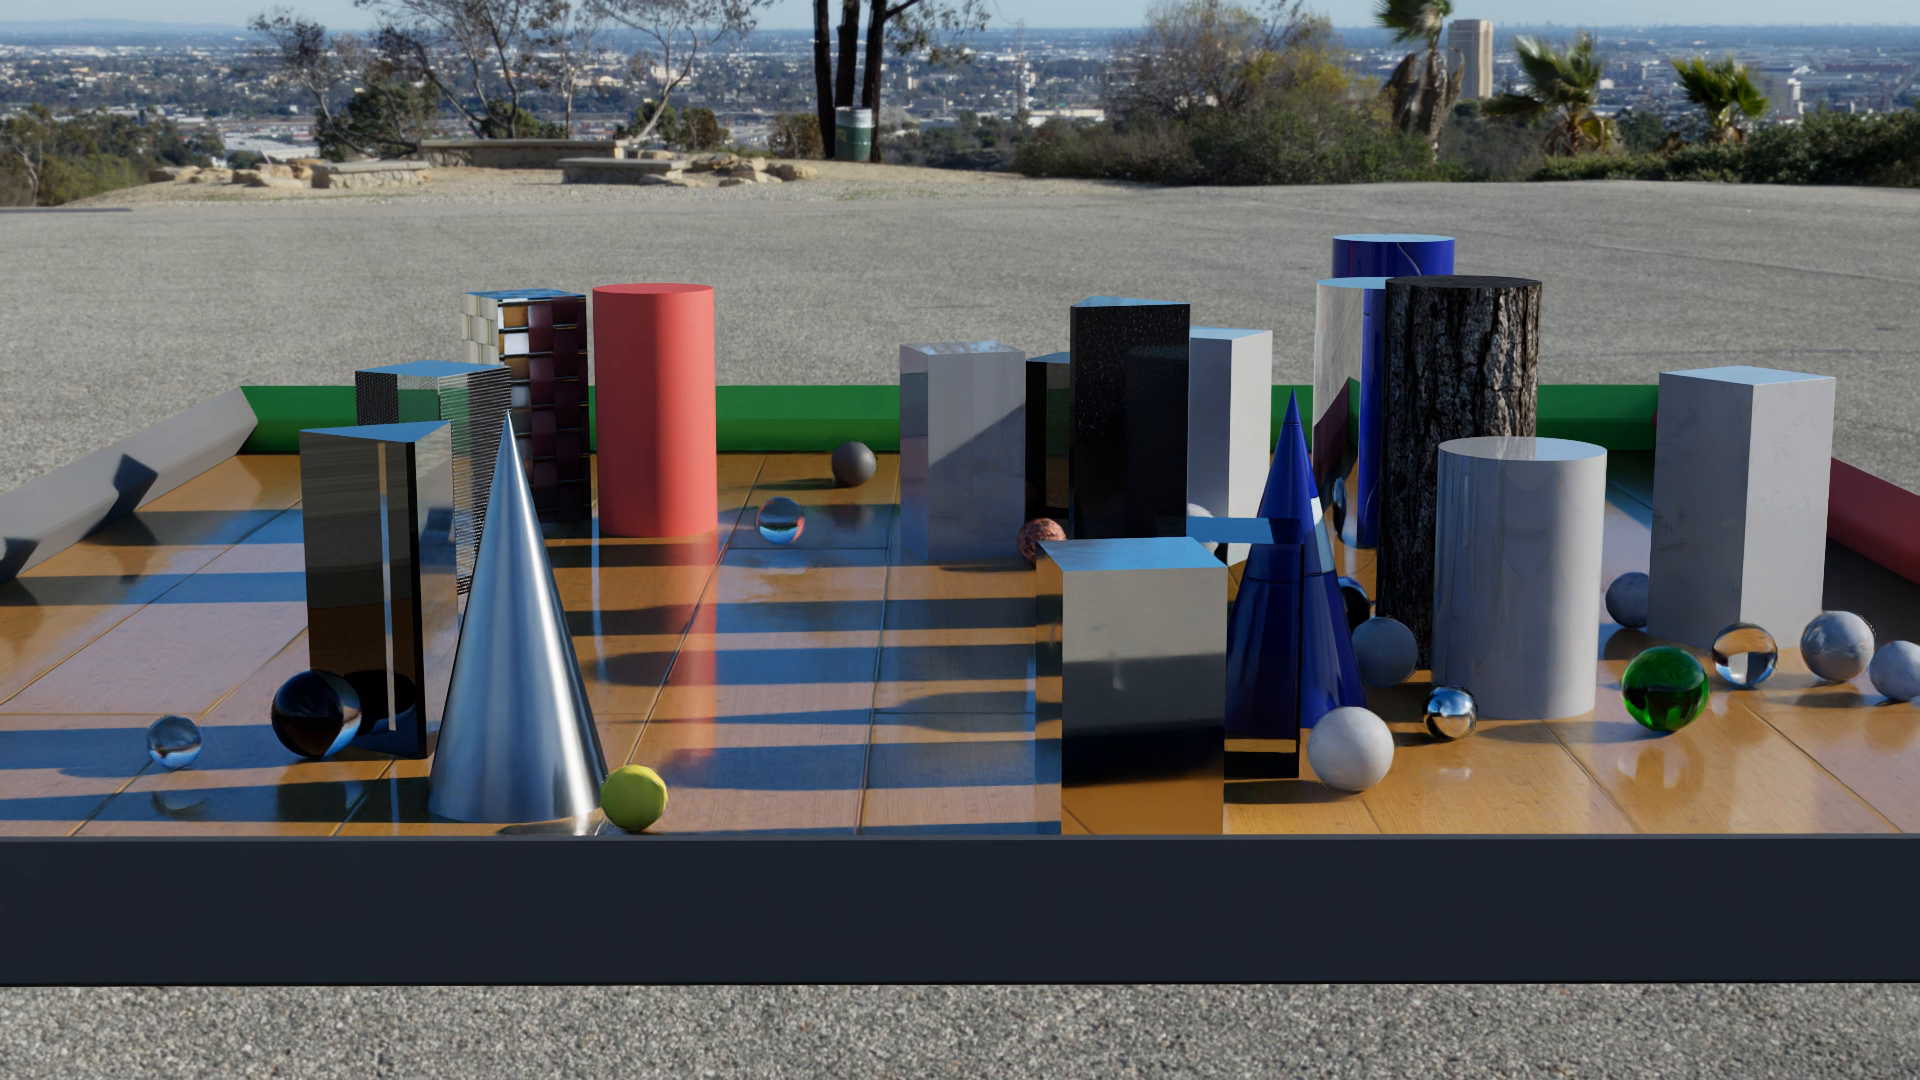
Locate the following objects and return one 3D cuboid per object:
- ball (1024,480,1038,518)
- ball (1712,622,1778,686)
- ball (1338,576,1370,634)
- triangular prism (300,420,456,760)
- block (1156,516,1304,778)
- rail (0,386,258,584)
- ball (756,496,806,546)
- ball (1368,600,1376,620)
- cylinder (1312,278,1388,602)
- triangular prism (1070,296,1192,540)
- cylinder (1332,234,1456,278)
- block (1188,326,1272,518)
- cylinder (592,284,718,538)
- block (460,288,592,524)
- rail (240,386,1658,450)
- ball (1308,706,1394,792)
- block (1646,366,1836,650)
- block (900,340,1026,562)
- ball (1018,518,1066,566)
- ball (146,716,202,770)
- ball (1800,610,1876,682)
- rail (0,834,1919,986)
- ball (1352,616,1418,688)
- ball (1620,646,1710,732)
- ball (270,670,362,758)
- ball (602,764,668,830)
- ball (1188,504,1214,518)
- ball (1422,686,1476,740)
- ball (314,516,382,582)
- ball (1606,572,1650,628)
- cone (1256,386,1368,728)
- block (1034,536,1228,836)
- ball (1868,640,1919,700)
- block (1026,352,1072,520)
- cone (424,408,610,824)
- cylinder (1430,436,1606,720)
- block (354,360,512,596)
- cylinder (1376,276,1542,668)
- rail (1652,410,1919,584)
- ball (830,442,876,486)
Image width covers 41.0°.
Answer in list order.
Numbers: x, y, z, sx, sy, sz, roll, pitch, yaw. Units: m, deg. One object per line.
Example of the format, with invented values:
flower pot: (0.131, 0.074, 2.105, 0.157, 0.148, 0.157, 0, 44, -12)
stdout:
ball: (0.092, -0.067, 4.134, 0.067, 0.067, 0.067, 0, 11, 0)
ball: (0.927, 0.134, 3.030, 0.075, 0.075, 0.075, 0, 11, 0)
ball: (0.477, 0.088, 3.252, 0.085, 0.085, 0.085, 0, 11, 0)
triangular prism: (-0.598, 0.047, 2.782, 0.163, 0.339, 0.141, 7, 12, 32)
block: (0.281, 0.110, 2.699, 0.150, 0.245, 0.150, 1, 11, 5)
rail: (-1.330, 0.033, 3.442, 0.045, 0.122, 2.870, 0, 11, 0)
ball: (-0.273, -0.029, 3.911, 0.074, 0.074, 0.074, 0, 11, 0)
ball: (0.542, 0.099, 3.295, 0.047, 0.047, 0.047, 0, 11, 0)
cylinder: (0.567, -0.126, 3.442, 0.188, 0.437, 0.188, 0, 11, 0)
triangular prism: (0.202, -0.109, 3.404, 0.163, 0.417, 0.141, -3, 11, -16)
cylinder: (0.671, -0.243, 4.010, 0.188, 0.457, 0.188, 0, 11, 0)
block: (0.368, -0.149, 3.864, 0.150, 0.327, 0.150, 6, 12, 29)
cylinder: (-0.479, -0.207, 4.034, 0.188, 0.378, 0.188, 0, 11, 0)
block: (-0.698, -0.216, 4.130, 0.150, 0.360, 0.150, -7, 13, -32)
rail: (-0.008, -0.228, 4.837, 2.708, 0.122, 0.045, 0, 11, 0)
ball: (0.394, 0.211, 2.589, 0.087, 0.087, 0.087, 0, 11, 0)
block: (0.987, -0.041, 3.249, 0.150, 0.339, 0.150, -7, 12, -32)
block: (0.003, -0.136, 3.849, 0.150, 0.307, 0.150, -3, 11, -17)
ball: (0.120, 0.004, 3.745, 0.070, 0.070, 0.070, 0, 11, 0)
ball: (-0.818, 0.211, 2.674, 0.055, 0.055, 0.055, 0, 11, 0)
ball: (1.043, 0.126, 3.051, 0.085, 0.085, 0.085, 0, 11, 0)
rail: (0.008, 0.290, 2.062, 2.708, 0.122, 0.045, 0, 11, 0)
ball: (0.497, 0.132, 3.022, 0.083, 0.083, 0.083, 0, 11, 0)
ball: (0.775, 0.164, 2.822, 0.094, 0.094, 0.094, 0, 11, 0)
ball: (-0.681, 0.184, 2.716, 0.094, 0.094, 0.094, 0, 11, 0)
ball: (-0.312, 0.247, 2.460, 0.063, 0.063, 0.063, 0, 11, 0)
ball: (0.335, -0.010, 3.769, 0.088, 0.088, 0.088, 0, 11, 0)
ball: (0.531, 0.188, 2.791, 0.058, 0.058, 0.058, 0, 11, 0)
ball: (-0.866, 0.014, 3.627, 0.093, 0.093, 0.093, 0, 11, 0)
ball: (0.877, 0.079, 3.335, 0.073, 0.073, 0.073, 0, 11, 0)
cone: (0.372, 0.010, 2.898, 0.188, 0.369, 0.188, 0, 11, 0)
block: (0.157, 0.149, 2.395, 0.150, 0.279, 0.150, -1, 11, -7)
ball: (1.086, 0.151, 2.961, 0.069, 0.069, 0.069, 0, 11, 0)
block: (0.199, -0.170, 4.180, 0.150, 0.252, 0.150, 6, 12, 29)
cone: (-0.442, 0.064, 2.540, 0.188, 0.394, 0.188, 0, 11, 0)
cylinder: (0.638, 0.040, 2.940, 0.188, 0.294, 0.188, 0, 11, 0)
block: (-0.733, -0.089, 3.597, 0.150, 0.306, 0.150, 6, 12, 28)
cylinder: (0.612, -0.087, 3.164, 0.188, 0.462, 0.188, 0, 11, 0)
rail: (1.330, 0.030, 3.457, 0.045, 0.122, 2.870, 0, 11, 0)
ball: (-0.185, -0.132, 4.453, 0.078, 0.078, 0.078, 0, 11, 0)
